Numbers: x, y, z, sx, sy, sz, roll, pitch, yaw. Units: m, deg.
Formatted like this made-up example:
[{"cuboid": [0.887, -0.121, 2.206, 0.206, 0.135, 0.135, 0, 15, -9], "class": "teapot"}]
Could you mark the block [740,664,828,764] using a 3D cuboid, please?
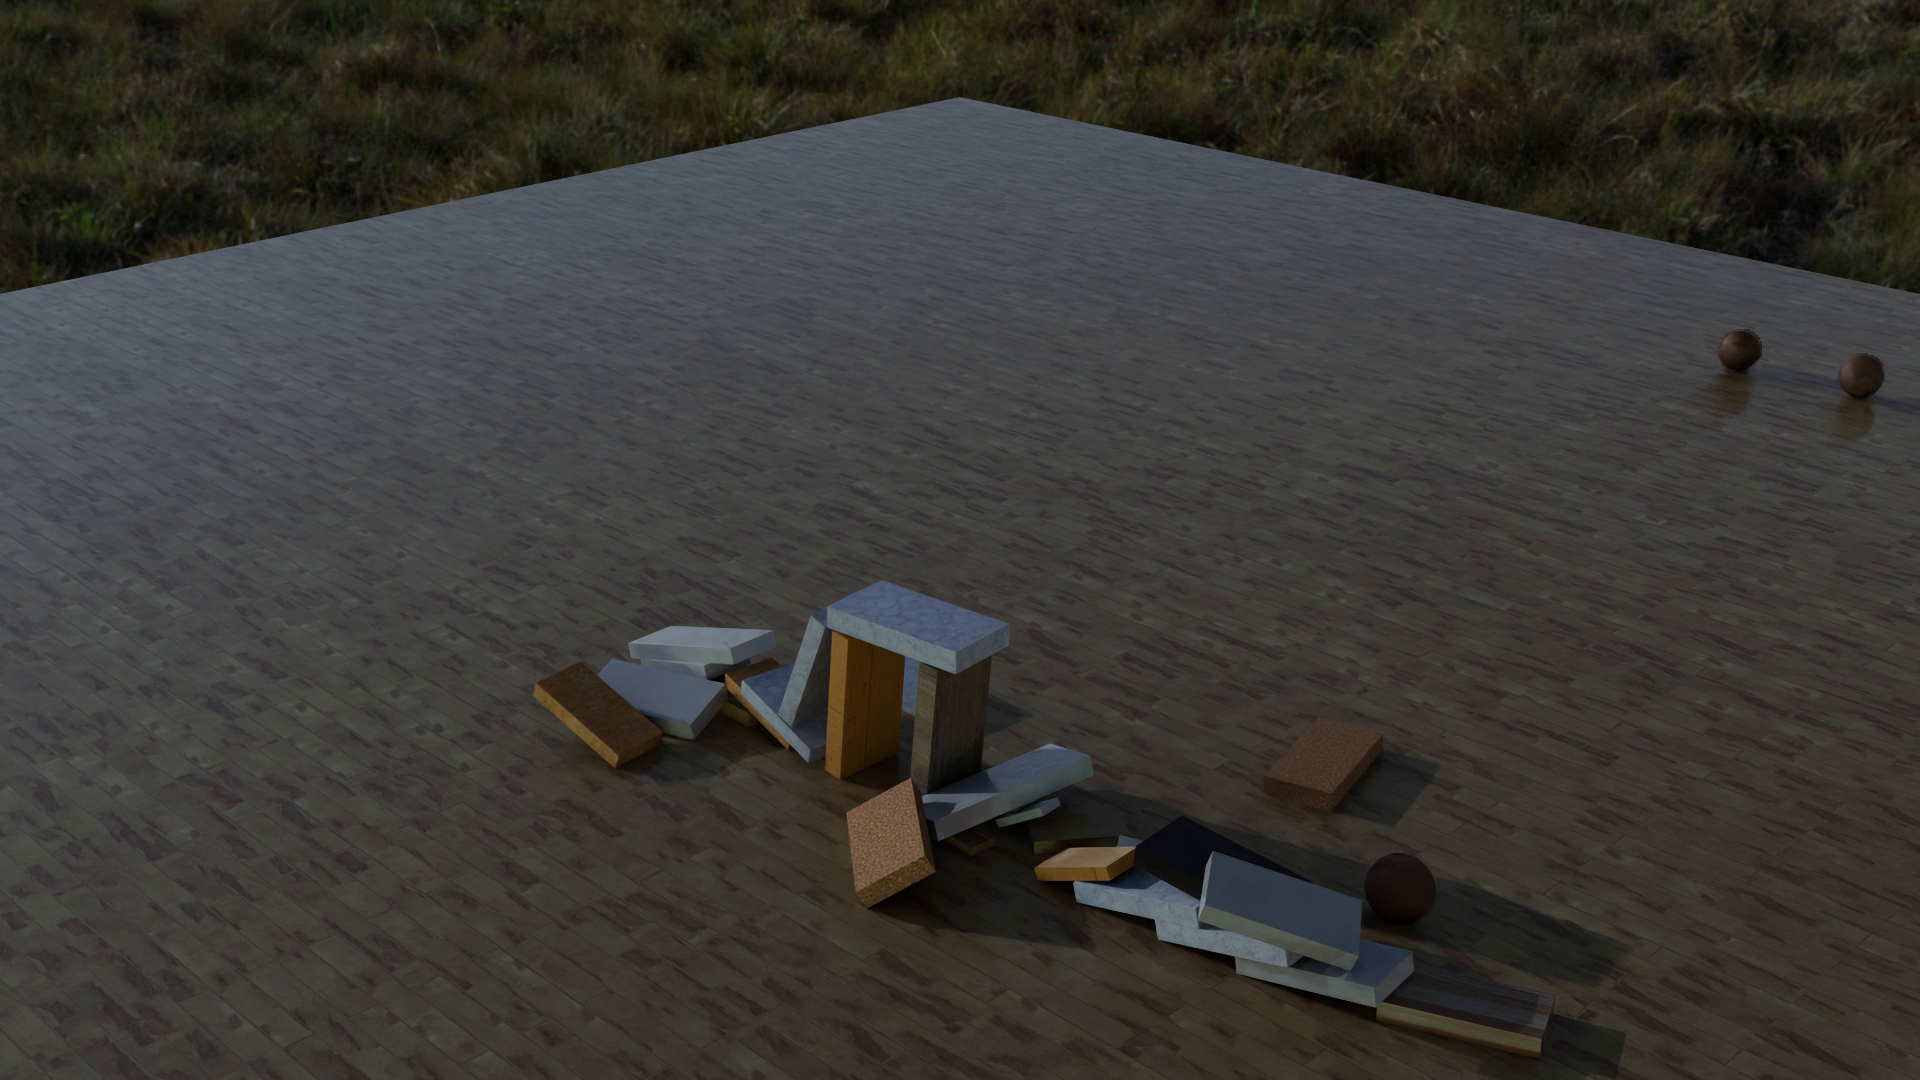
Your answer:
[{"cuboid": [-0.344, 0.370, 4.728, 0.131, 0.037, 0.262, -17, 42, -35], "class": "block"}]

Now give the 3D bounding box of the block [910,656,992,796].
[{"cuboid": [-0.020, 0.372, 4.448, 0.048, 0.337, 0.168, 25, 33, 34], "class": "block"}]

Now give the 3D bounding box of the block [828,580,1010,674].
[{"cuboid": [-0.085, 0.173, 4.423, 0.337, 0.048, 0.168, 18, 29, 36], "class": "block"}]

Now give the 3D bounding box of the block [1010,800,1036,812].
[{"cuboid": [0.089, 0.524, 4.458, 0.062, 0.017, 0.123, -23, 16, -38], "class": "block"}]

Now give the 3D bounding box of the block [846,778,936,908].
[{"cuboid": [-0.136, 0.582, 4.250, 0.148, 0.042, 0.297, -29, 23, 6], "class": "block"}]

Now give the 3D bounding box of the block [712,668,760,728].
[{"cuboid": [-0.503, 0.341, 4.912, 0.124, 0.035, 0.248, -21, 31, -40], "class": "block"}]

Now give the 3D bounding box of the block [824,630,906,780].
[{"cuboid": [-0.195, 0.319, 4.575, 0.168, 0.337, 0.048, -21, 37, -41], "class": "block"}]

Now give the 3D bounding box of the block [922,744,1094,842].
[{"cuboid": [0.073, 0.504, 4.425, 0.375, 0.042, 0.149, -19, 15, -28], "class": "block"}]

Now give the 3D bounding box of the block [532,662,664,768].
[{"cuboid": [-0.776, 0.373, 4.715, 0.262, 0.037, 0.131, 37, 38, 22], "class": "block"}]

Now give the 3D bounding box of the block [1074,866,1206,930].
[{"cuboid": [0.369, 0.650, 4.093, 0.290, 0.041, 0.145, 4, 21, 44], "class": "block"}]

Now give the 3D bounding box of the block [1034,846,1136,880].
[{"cuboid": [0.243, 0.615, 4.180, 0.096, 0.027, 0.192, -24, 10, -42], "class": "block"}]

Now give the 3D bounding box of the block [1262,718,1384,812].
[{"cuboid": [0.763, 0.467, 4.605, 0.148, 0.042, 0.297, 12, 26, 28], "class": "block"}]

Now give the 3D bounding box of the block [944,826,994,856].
[{"cuboid": [0.005, 0.584, 4.363, 0.062, 0.017, 0.123, -18, 29, -36], "class": "block"}]

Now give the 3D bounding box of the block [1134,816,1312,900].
[{"cuboid": [0.477, 0.607, 4.005, 0.290, 0.041, 0.145, 25, 34, 35], "class": "block"}]

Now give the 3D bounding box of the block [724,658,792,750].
[{"cuboid": [-0.393, 0.356, 4.802, 0.124, 0.035, 0.248, -18, 43, -36], "class": "block"}]

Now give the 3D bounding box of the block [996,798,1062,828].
[{"cuboid": [0.136, 0.543, 4.377, 0.123, 0.017, 0.062, -22, 1, 41], "class": "block"}]

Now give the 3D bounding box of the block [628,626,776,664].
[{"cuboid": [-0.585, 0.236, 4.972, 0.363, 0.037, 0.131, 0, 16, 44], "class": "block"}]

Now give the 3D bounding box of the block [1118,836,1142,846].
[{"cuboid": [0.407, 0.610, 4.225, 0.192, 0.027, 0.096, 12, -10, 26], "class": "block"}]

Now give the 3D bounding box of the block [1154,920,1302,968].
[{"cuboid": [0.512, 0.698, 3.976, 0.290, 0.041, 0.145, 4, 20, 44], "class": "block"}]

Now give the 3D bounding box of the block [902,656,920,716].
[{"cuboid": [-0.112, 0.322, 4.949, 0.149, 0.042, 0.298, -20, 30, -39], "class": "block"}]

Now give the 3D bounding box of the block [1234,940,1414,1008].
[{"cuboid": [0.643, 0.747, 3.890, 0.279, 0.040, 0.140, 6, 22, 39], "class": "block"}]

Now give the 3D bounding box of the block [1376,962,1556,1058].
[{"cuboid": [0.875, 0.809, 3.804, 0.279, 0.040, 0.140, 10, 25, 21], "class": "block"}]

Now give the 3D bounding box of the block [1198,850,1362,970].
[{"cuboid": [0.563, 0.649, 3.854, 0.279, 0.040, 0.139, 18, 36, 0], "class": "block"}]

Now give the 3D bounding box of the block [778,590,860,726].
[{"cuboid": [-0.282, 0.249, 4.619, 0.042, 0.298, 0.149, 40, 42, 22], "class": "block"}]

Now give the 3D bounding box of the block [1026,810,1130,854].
[{"cuboid": [0.233, 0.579, 4.361, 0.192, 0.027, 0.096, -3, 23, -7], "class": "block"}]

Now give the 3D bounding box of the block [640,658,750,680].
[{"cuboid": [-0.600, 0.274, 4.984, 0.124, 0.035, 0.248, -21, 15, -40], "class": "block"}]

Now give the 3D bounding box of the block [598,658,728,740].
[{"cuboid": [-0.677, 0.349, 4.837, 0.298, 0.042, 0.149, 10, 38, 24], "class": "block"}]
